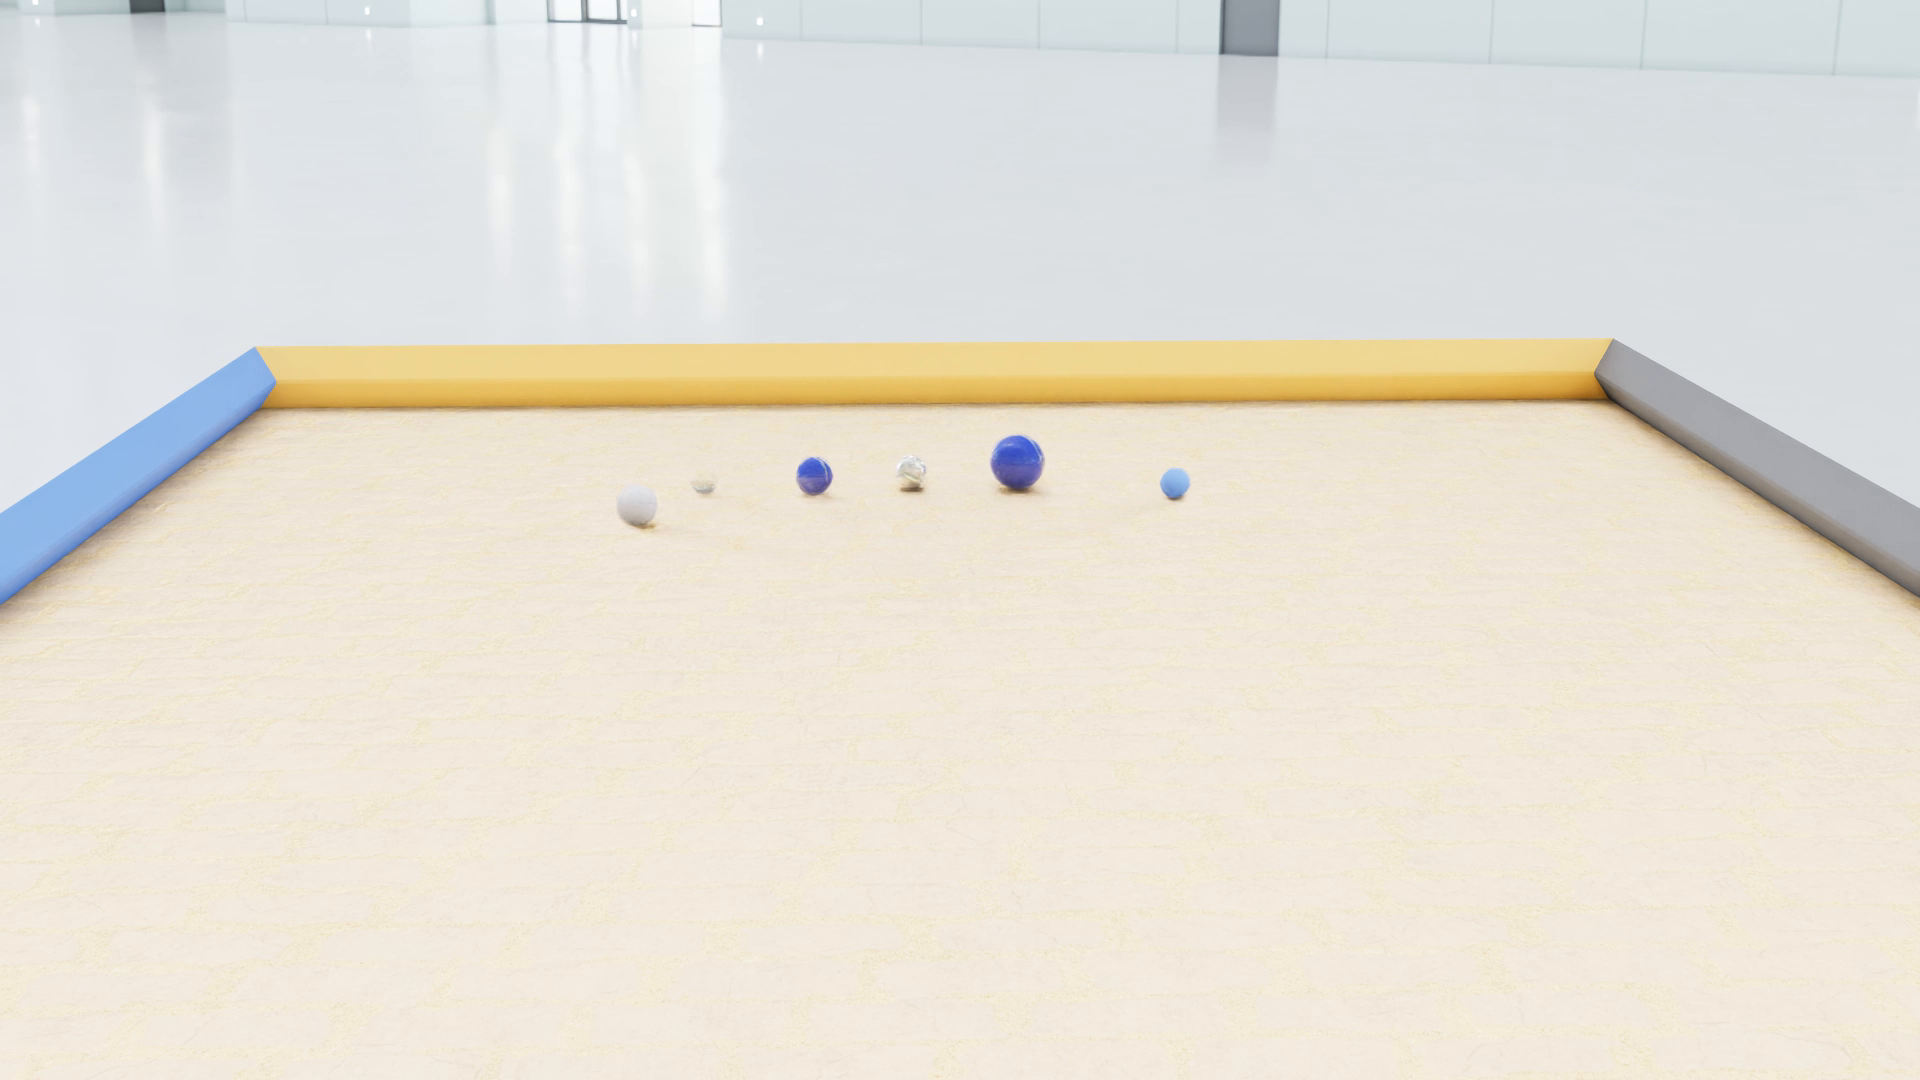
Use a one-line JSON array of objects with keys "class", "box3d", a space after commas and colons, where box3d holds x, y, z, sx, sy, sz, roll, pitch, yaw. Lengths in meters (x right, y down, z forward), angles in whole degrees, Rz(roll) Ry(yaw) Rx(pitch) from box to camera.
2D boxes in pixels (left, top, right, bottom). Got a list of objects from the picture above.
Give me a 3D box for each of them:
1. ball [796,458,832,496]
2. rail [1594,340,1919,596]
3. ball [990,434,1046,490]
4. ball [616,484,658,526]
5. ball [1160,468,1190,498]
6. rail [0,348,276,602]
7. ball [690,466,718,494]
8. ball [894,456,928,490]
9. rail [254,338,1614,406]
[{"class": "ball", "box3d": [-0.214, -0.093, 3.218, 0.055, 0.055, 0.055, 0, 15, 0]}, {"class": "rail", "box3d": [1.193, 0.231, 1.942, 0.045, 0.106, 4.021, -1, 15, -2]}, {"class": "ball", "box3d": [0.085, -0.115, 3.245, 0.082, 0.082, 0.082, 0, 15, 0]}, {"class": "ball", "box3d": [-0.447, -0.048, 3.050, 0.057, 0.057, 0.057, 0, 15, 0]}, {"class": "ball", "box3d": [0.313, -0.082, 3.200, 0.043, 0.043, 0.043, 0, 15, 0]}, {"class": "rail", "box3d": [-1.126, 0.251, 1.868, 0.045, 0.106, 4.021, -1, 15, -2]}, {"class": "ball", "box3d": [-0.374, -0.088, 3.223, 0.041, 0.041, 0.041, 0, 15, 0]}, {"class": "ball", "box3d": [-0.073, -0.099, 3.249, 0.049, 0.049, 0.049, 0, 15, 0]}, {"class": "rail", "box3d": [-0.033, -0.287, 3.820, 2.368, 0.106, 0.045, -1, 15, -2]}]
